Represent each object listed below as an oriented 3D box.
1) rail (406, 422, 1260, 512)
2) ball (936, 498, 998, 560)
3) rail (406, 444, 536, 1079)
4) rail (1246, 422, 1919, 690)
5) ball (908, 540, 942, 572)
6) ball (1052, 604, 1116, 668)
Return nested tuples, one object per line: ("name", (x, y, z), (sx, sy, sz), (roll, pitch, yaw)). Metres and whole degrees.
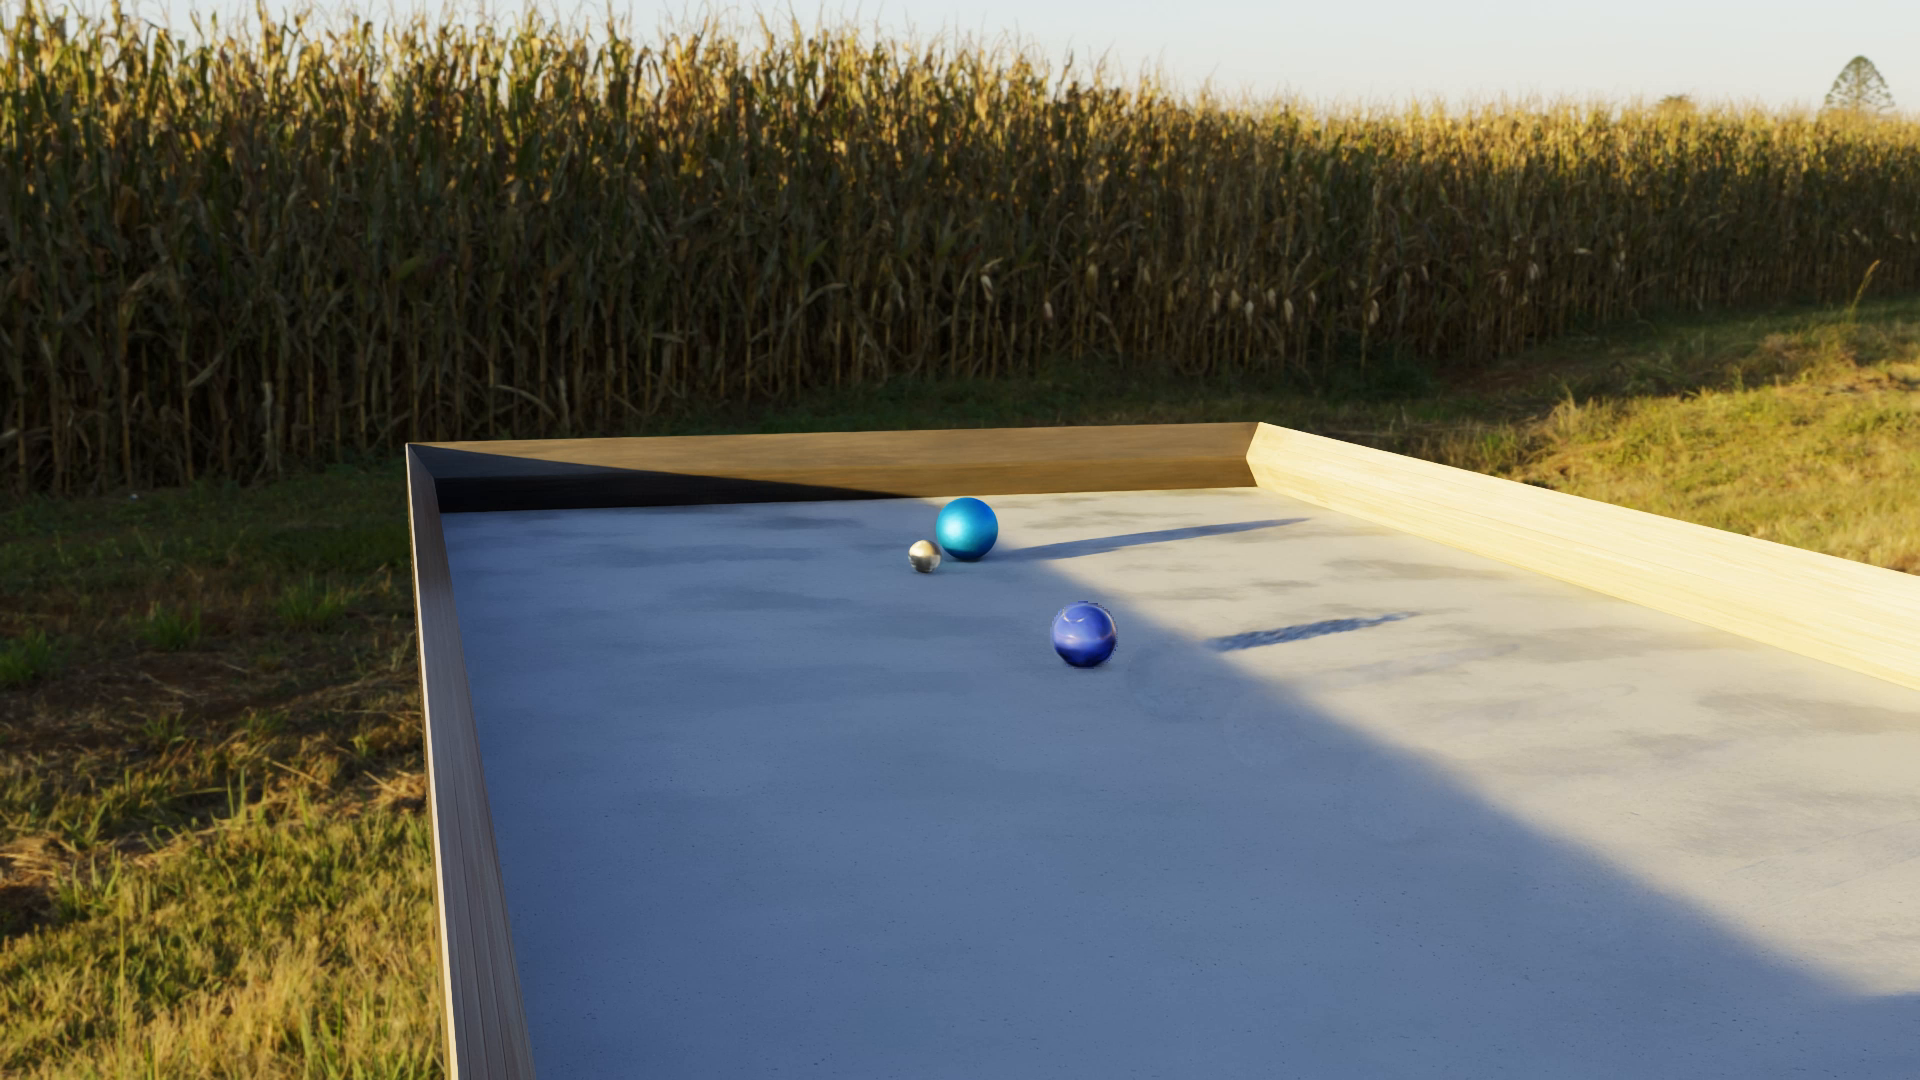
("rail", (-0.193, -0.136, 4.099), (1.626, 0.126, 0.045), (-2, 9, -14))
("ball", (0.011, -0.018, 3.399), (0.097, 0.097, 0.097), (0, 8, 0))
("rail", (-0.566, 0.113, 2.396), (0.045, 0.126, 3.195), (-2, 9, -14))
("rail", (0.963, 0.056, 2.785), (0.045, 0.126, 3.195), (-2, 9, -14))
("ball", (-0.052, 0.024, 3.275), (0.049, 0.049, 0.049), (0, 8, 0))
("ball", (0.146, 0.113, 2.580), (0.075, 0.075, 0.075), (0, 8, 0))
